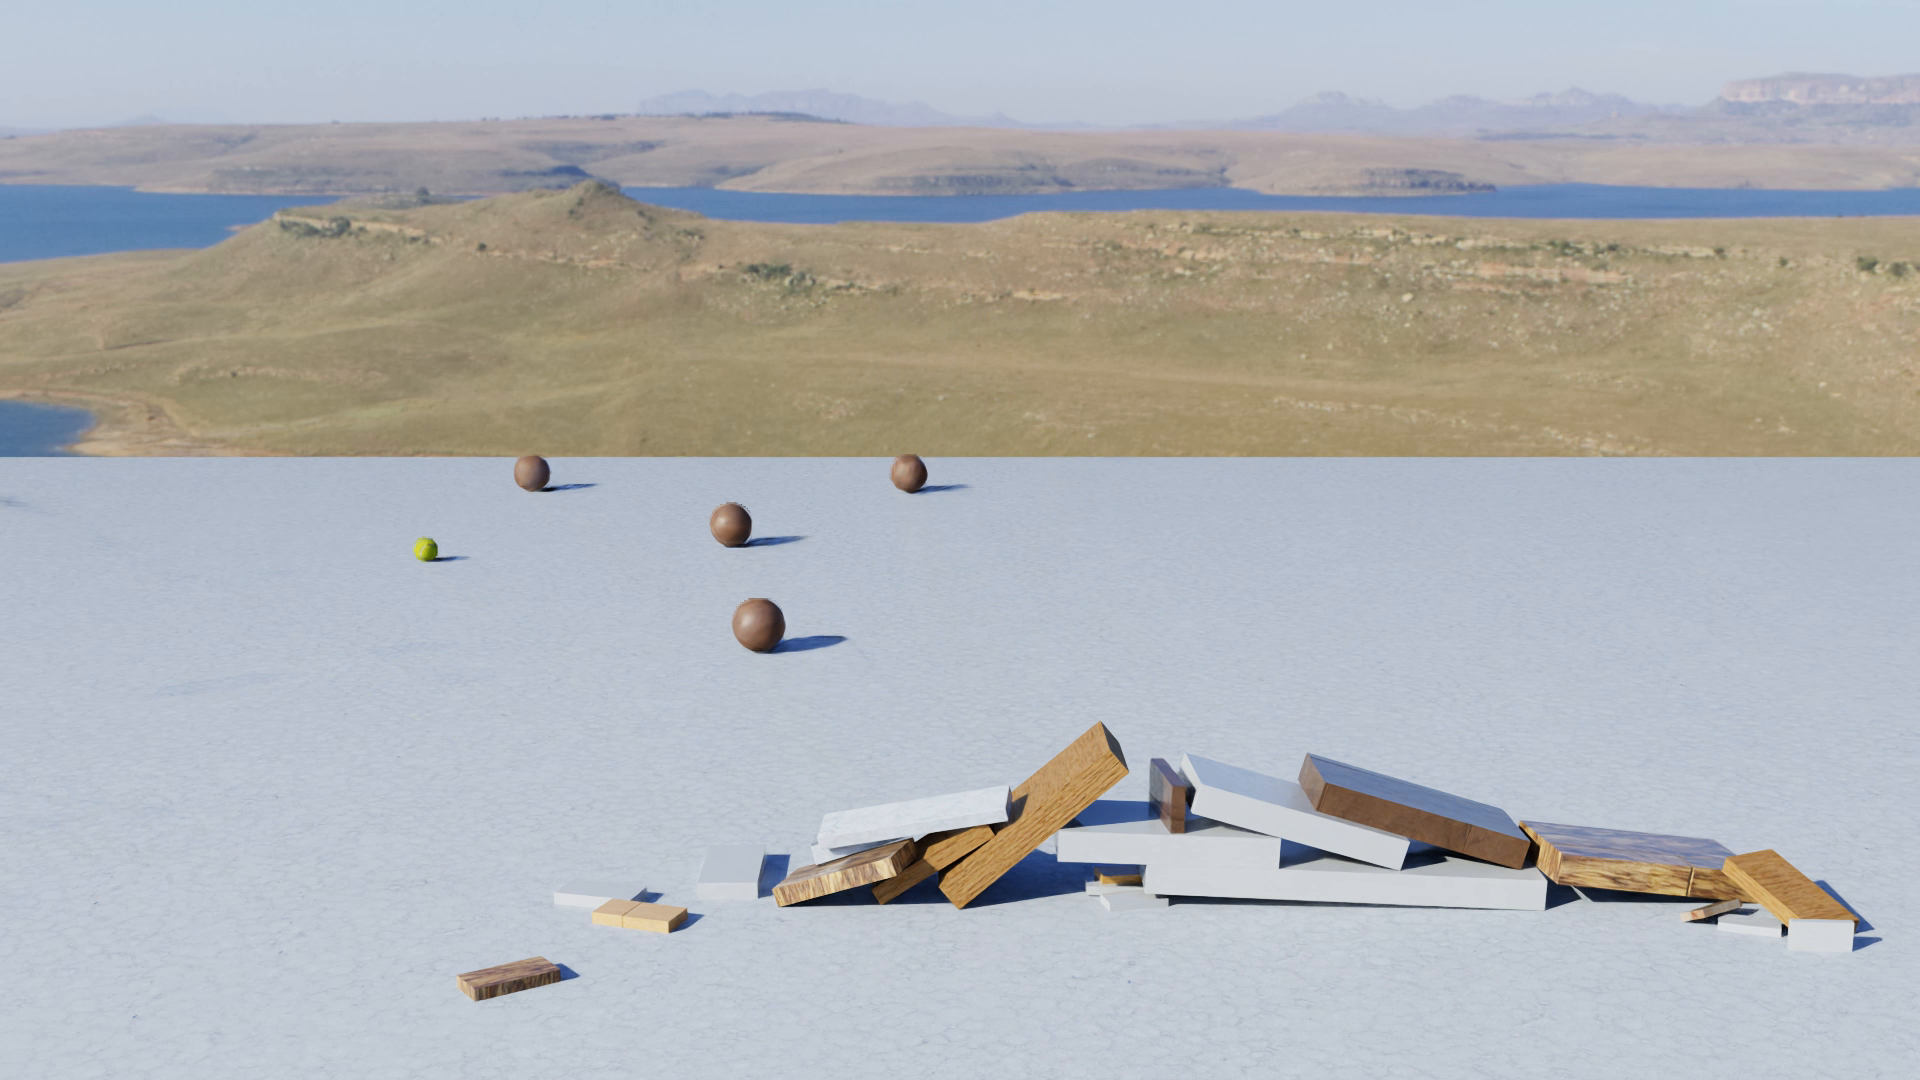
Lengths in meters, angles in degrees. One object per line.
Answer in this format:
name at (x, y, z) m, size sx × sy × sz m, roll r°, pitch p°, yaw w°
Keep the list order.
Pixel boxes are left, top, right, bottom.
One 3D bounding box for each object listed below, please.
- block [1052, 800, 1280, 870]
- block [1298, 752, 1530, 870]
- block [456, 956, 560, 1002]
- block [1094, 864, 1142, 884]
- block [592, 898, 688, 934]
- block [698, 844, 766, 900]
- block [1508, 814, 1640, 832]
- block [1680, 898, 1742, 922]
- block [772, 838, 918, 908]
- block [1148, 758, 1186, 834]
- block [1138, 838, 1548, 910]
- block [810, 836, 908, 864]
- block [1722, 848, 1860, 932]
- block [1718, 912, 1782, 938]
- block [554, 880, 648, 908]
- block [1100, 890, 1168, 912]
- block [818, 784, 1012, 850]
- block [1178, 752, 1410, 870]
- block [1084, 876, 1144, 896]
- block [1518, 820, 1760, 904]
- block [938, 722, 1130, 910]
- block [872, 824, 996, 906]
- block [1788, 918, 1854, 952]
block at (0.338, 0.487, 3.658) m, size 0.360 × 0.051 × 0.180 m, roll 2°, pitch 11°, yaw -2°
block at (0.760, 0.454, 3.700) m, size 0.357 × 0.051 × 0.179 m, roll 16°, pitch 10°, yaw -4°
block at (-0.672, 0.653, 3.276) m, size 0.136 × 0.019 × 0.068 m, roll -7°, pitch 13°, yaw -34°
block at (0.281, 0.562, 3.698) m, size 0.101 × 0.014 × 0.050 m, roll 0°, pitch 11°, yaw -13°
block at (-0.515, 0.604, 3.538) m, size 0.136 × 0.019 × 0.068 m, roll 4°, pitch 11°, yaw 19°
block at (-0.386, 0.563, 3.738) m, size 0.099 × 0.028 × 0.198 m, roll 0°, pitch 11°, yaw -1°
block at (1.006, 0.524, 3.946) m, size 0.423 × 0.028 × 0.099 m, roll 5°, pitch 11°, yaw 24°
block at (1.211, 0.596, 3.546) m, size 0.094 × 0.013 × 0.047 m, roll -7°, pitch -12°, yaw -33°
block at (-0.188, 0.546, 3.617) m, size 0.220 × 0.031 × 0.110 m, roll -18°, pitch 4°, yaw 20°
block at (0.343, 0.423, 3.645) m, size 0.023 × 0.080 × 0.160 m, roll 0°, pitch 11°, yaw -8°
block at (0.629, 0.550, 3.670) m, size 0.653 × 0.051 × 0.179 m, roll 2°, pitch 11°, yaw 0°
block at (-0.141, 0.498, 3.714) m, size 0.220 × 0.031 × 0.110 m, roll -16°, pitch -3°, yaw -5°
block at (1.333, 0.571, 3.534) m, size 0.099 × 0.028 × 0.198 m, roll -5°, pitch 29°, yaw -25°
block at (1.258, 0.614, 3.505) m, size 0.095 × 0.013 × 0.047 m, roll 4°, pitch 11°, yaw 19°
block at (-0.593, 0.587, 3.634) m, size 0.136 × 0.019 × 0.068 m, roll 3°, pitch 11°, yaw 15°
block at (0.287, 0.592, 3.618) m, size 0.101 × 0.014 × 0.050 m, roll -3°, pitch 11°, yaw -14°
block at (-0.074, 0.458, 3.636) m, size 0.319 × 0.023 × 0.080 m, roll -10°, pitch 21°, yaw 11°
block at (0.551, 0.451, 3.663) m, size 0.360 × 0.051 × 0.180 m, roll 16°, pitch 10°, yaw -6°
block at (0.261, 0.579, 3.676) m, size 0.101 × 0.014 × 0.050 m, roll 2°, pitch 10°, yaw -1°
block at (1.133, 0.537, 3.675) m, size 0.357 × 0.051 × 0.179 m, roll 7°, pitch 10°, yaw -10°
block at (0.118, 0.455, 3.658) m, size 0.360 × 0.051 × 0.180 m, roll -40°, pitch 9°, yaw 6°
block at (-0.046, 0.519, 3.656) m, size 0.221 × 0.031 × 0.110 m, roll -32°, pitch 10°, yaw 4°
block at (1.336, 0.614, 3.413) m, size 0.094 × 0.047 × 0.013 m, roll 1°, pitch 11°, yaw 4°
